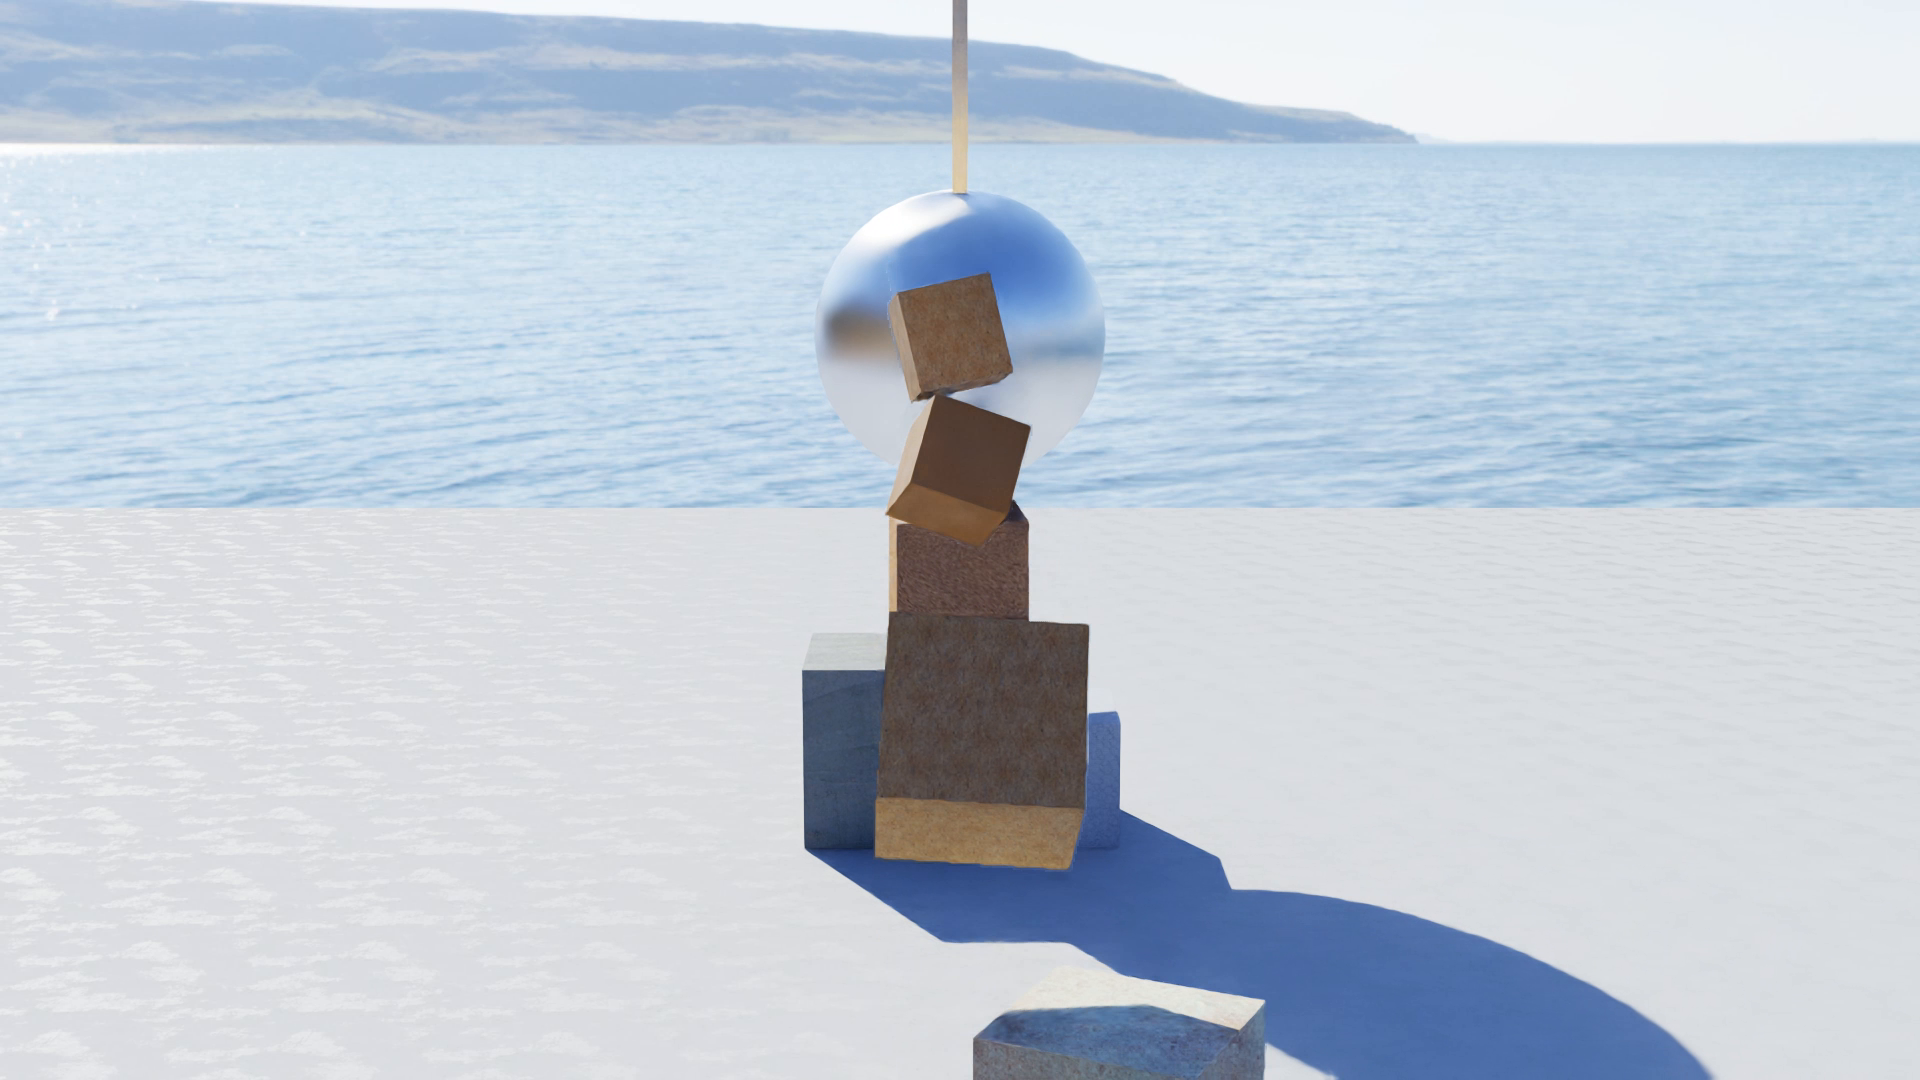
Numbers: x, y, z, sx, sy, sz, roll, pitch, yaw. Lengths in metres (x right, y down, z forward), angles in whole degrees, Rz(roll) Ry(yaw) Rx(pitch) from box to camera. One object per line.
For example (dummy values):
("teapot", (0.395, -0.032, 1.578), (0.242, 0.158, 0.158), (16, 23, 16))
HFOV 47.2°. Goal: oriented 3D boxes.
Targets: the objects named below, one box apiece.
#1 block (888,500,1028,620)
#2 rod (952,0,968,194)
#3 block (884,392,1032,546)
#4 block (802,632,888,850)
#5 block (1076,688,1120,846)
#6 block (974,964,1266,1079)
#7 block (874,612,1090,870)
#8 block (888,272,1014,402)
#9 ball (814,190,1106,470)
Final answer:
("block", (-0.016, 0.199, 11.341), (0.663, 0.704, 0.690), (-1, 10, -5))
("rod", (0.000, -4.300, 10.864), (0.080, 5.200, 0.080), (0, 20, 0))
("block", (-0.011, -0.300, 9.586), (0.442, 0.429, 0.471), (19, -21, -9))
("block", (-0.352, 1.022, 11.363), (0.862, 0.924, 0.835), (0, 10, 0))
("block", (0.441, 1.165, 11.374), (0.719, 0.638, 0.732), (0, 10, 0))
("block", (0.532, 1.896, 7.235), (0.749, 0.680, 0.699), (5, 11, 25))
("block", (0.071, 0.698, 7.562), (0.681, 0.665, 0.599), (4, -28, -1))
("block", (-0.052, -0.982, 10.725), (0.457, 0.490, 0.467), (-13, -1, -8))
("ball", (0.000, -1.114, 12.052), (1.600, 1.600, 1.600), (0, 10, 0))
